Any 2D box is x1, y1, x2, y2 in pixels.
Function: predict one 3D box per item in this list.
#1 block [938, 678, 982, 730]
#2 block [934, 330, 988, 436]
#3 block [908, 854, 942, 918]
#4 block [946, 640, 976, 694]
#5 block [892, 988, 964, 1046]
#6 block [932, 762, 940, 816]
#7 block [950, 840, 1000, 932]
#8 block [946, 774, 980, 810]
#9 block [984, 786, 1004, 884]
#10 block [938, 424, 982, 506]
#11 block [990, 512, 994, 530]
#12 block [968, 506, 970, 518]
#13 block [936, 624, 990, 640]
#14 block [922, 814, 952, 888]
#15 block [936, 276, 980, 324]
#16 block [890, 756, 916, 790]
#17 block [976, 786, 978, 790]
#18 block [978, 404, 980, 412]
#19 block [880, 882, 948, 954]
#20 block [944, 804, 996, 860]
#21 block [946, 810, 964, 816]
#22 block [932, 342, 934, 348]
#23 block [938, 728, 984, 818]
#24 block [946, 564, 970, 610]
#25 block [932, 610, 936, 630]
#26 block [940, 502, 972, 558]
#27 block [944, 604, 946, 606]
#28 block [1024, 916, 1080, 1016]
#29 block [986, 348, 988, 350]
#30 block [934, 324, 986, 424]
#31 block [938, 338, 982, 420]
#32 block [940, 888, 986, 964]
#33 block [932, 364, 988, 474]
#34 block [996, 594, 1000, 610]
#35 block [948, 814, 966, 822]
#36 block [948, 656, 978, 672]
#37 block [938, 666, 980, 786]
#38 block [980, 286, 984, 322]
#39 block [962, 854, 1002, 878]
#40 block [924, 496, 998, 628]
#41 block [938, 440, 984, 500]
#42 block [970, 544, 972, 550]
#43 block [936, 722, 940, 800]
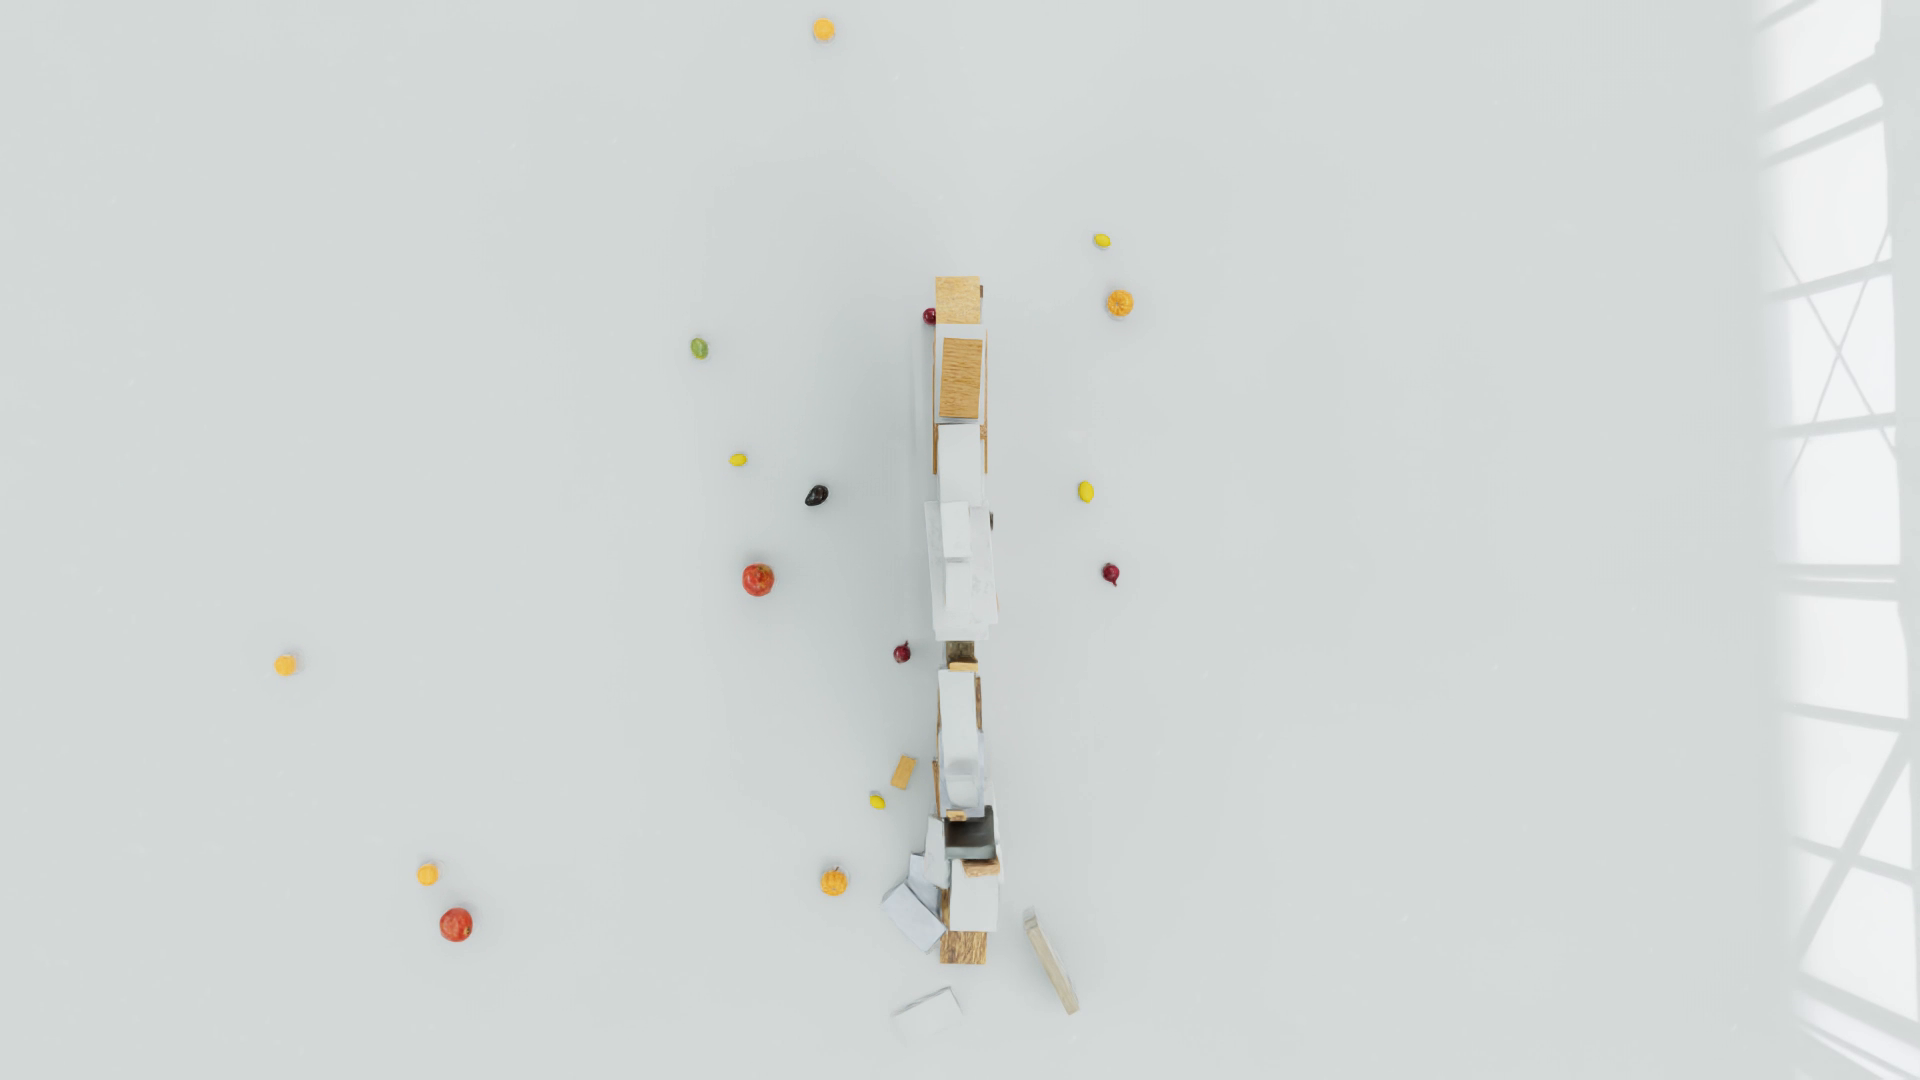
[{"bbox_3d":[-0.002,0.540,5.365,0.142,0.284,0.040,0,118,0],"label":"block"},{"bbox_3d":[0.002,-0.428,4.507,0.145,0.041,0.290,0,90,0],"label":"block"},{"bbox_3d":[-0.117,1.153,5.464,0.106,0.030,0.212,5,91,22],"label":"block"},{"bbox_3d":[0.005,0.448,5.100,0.086,0.024,0.393,-1,112,1],"label":"block"},{"bbox_3d":[-0.105,1.585,5.485,0.212,0.030,0.106,-26,90,0],"label":"block"},{"bbox_3d":[0.002,0.879,5.438,0.155,0.044,0.310,-7,86,-1],"label":"block"},{"bbox_3d":[0.047,1.116,5.330,0.153,0.043,0.305,2,104,-2],"label":"block"},{"bbox_3d":[0.009,0.785,5.133,0.086,0.173,0.024,-5,51,4],"label":"block"},{"bbox_3d":[0.051,0.971,5.388,0.155,0.044,0.311,-6,86,0],"label":"block"},{"bbox_3d":[0.001,-0.185,4.108,0.102,0.029,0.203,-2,90,0],"label":"block"},{"bbox_3d":[0.005,-0.049,4.373,0.161,0.322,0.046,1,90,0],"label":"block"},{"bbox_3d":[-0.009,-0.064,4.099,0.067,0.133,0.019,-5,86,0],"label":"block"},{"bbox_3d":[0.005,0.137,4.796,0.154,0.044,0.309,-1,90,0],"label":"block"},{"bbox_3d":[-0.065,1.015,5.373,0.030,0.107,0.214,-3,104,-42],"label":"block"},{"bbox_3d":[-0.005,-0.640,4.836,0.130,0.037,0.259,-1,90,0],"label":"block"},{"bbox_3d":[-0.189,0.774,5.493,0.052,0.015,0.104,22,90,0],"label":"block"},{"bbox_3d":[0.003,0.719,5.182,0.079,0.022,0.158,-11,95,1],"label":"block"},{"bbox_3d":[0.000,-0.329,4.103,0.095,0.190,0.027,2,90,0],"label":"block"},{"bbox_3d":[-0.150,1.243,5.429,0.212,0.030,0.106,43,89,17],"label":"block"},{"bbox_3d":[0.030,0.921,5.214,0.155,0.311,0.044,-1,105,0],"label":"block"},{"bbox_3d":[-0.018,0.860,5.200,0.052,0.104,0.015,-3,84,-4],"label":"block"},{"bbox_3d":[-0.002,-0.523,4.672,0.145,0.290,0.041,-2,90,0],"label":"block"},{"bbox_3d":[0.006,0.742,5.249,0.142,0.040,0.284,-1,104,1],"label":"block"},{"bbox_3d":[-0.005,0.115,4.042,0.058,0.016,0.115,2,90,0],"label":"block"},{"bbox_3d":[-0.003,0.117,5.150,0.163,0.046,0.327,0,90,0],"label":"block"},{"bbox_3d":[-0.010,-0.025,4.023,0.067,0.019,0.133,-4,90,0],"label":"block"},{"bbox_3d":[-0.008,0.152,4.108,0.058,0.115,0.016,2,91,0],"label":"block"},{"bbox_3d":[0.302,1.398,5.424,0.043,0.153,0.305,-27,90,0],"label":"block"},{"bbox_3d":[0.004,-0.498,4.360,0.126,0.253,0.036,-10,90,0],"label":"block"},{"bbox_3d":[0.000,-0.423,4.216,0.126,0.036,0.253,1,90,0],"label":"block"},{"bbox_3d":[0.002,-0.391,3.995,0.095,0.027,0.190,3,90,0],"label":"block"},{"bbox_3d":[0.016,1.167,5.478,0.153,0.043,0.473,1,90,0],"label":"block"},{"bbox_3d":[0.001,-0.375,5.138,0.169,0.048,0.338,0,90,0],"label":"block"},{"bbox_3d":[0.018,0.165,4.388,0.161,0.351,0.046,-9,91,0],"label":"block"},{"bbox_3d":[-0.009,0.875,5.205,0.052,0.104,0.015,-3,85,-4],"label":"block"},{"bbox_3d":[0.010,0.373,4.963,0.086,0.173,0.024,3,92,-2],"label":"block"},{"bbox_3d":[-0.002,0.576,5.103,0.107,0.030,0.388,-3,107,3],"label":"block"},{"bbox_3d":[0.003,-0.729,5.177,0.130,0.646,0.037,0,90,0],"label":"block"},{"bbox_3d":[0.058,0.990,5.161,0.107,0.214,0.030,-4,104,-7],"label":"block"},{"bbox_3d":[0.003,0.057,4.189,0.161,0.046,0.322,-5,90,0],"label":"block"},{"bbox_3d":[0.003,-0.146,4.553,0.131,0.037,0.261,0,90,0],"label":"block"},{"bbox_3d":[-0.005,0.024,4.099,0.067,0.133,0.019,-8,87,0],"label":"block"},{"bbox_3d":[-0.001,0.729,5.399,0.142,0.040,0.284,-4,56,1],"label":"block"}]
